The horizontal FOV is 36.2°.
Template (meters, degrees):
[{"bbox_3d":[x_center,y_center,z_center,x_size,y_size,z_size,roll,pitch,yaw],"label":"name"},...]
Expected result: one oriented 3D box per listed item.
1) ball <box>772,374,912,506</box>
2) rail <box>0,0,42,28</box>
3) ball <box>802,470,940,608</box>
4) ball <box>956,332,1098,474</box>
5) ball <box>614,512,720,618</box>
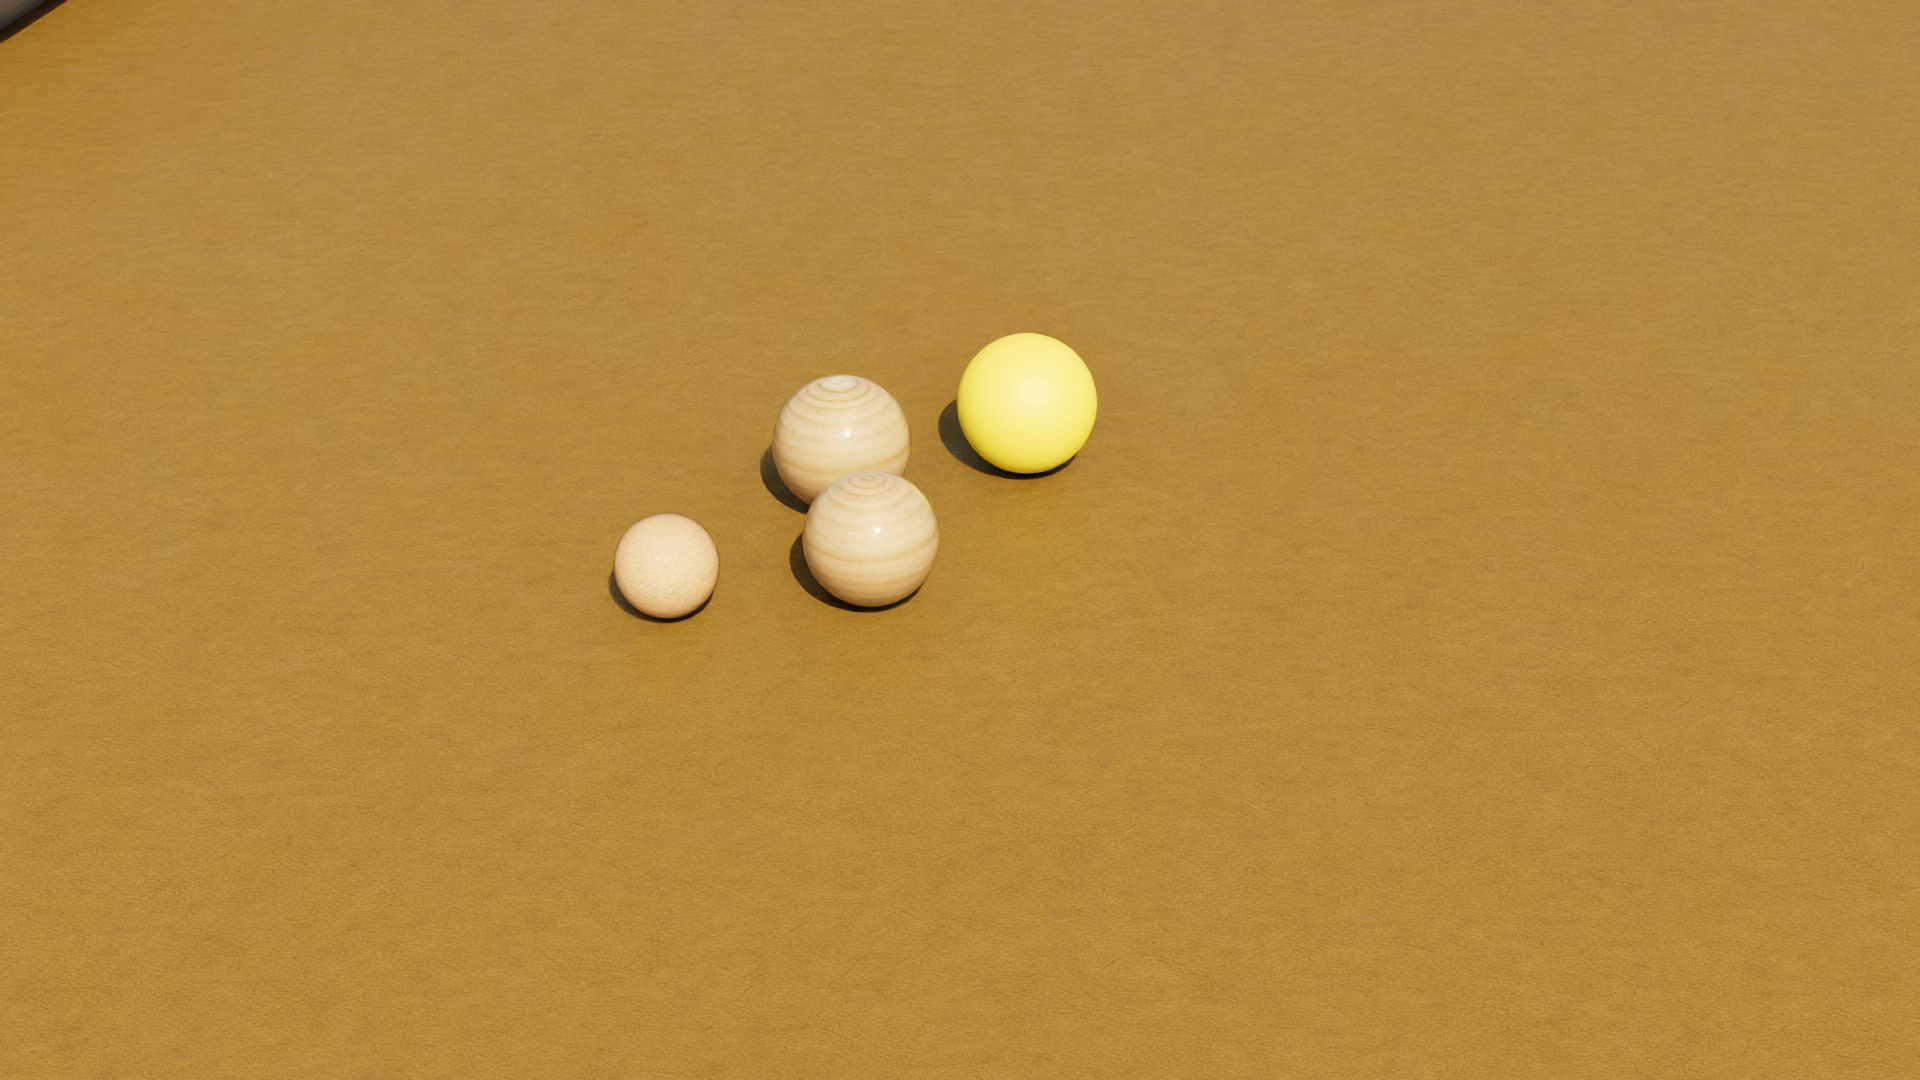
[{"bbox_3d":[-0.071,-0.058,1.762,0.084,0.084,0.084,0,29,0],"label":"ball"},{"bbox_3d":[-0.766,-0.571,2.655,0.045,0.112,3.736,7,30,12],"label":"rail"},{"bbox_3d":[-0.050,-0.001,1.666,0.078,0.078,0.078,0,29,0],"label":"ball"},{"bbox_3d":[0.041,-0.084,1.807,0.087,0.087,0.087,0,29,0],"label":"ball"},{"bbox_3d":[-0.165,0.014,1.657,0.060,0.060,0.060,0,29,0],"label":"ball"}]
